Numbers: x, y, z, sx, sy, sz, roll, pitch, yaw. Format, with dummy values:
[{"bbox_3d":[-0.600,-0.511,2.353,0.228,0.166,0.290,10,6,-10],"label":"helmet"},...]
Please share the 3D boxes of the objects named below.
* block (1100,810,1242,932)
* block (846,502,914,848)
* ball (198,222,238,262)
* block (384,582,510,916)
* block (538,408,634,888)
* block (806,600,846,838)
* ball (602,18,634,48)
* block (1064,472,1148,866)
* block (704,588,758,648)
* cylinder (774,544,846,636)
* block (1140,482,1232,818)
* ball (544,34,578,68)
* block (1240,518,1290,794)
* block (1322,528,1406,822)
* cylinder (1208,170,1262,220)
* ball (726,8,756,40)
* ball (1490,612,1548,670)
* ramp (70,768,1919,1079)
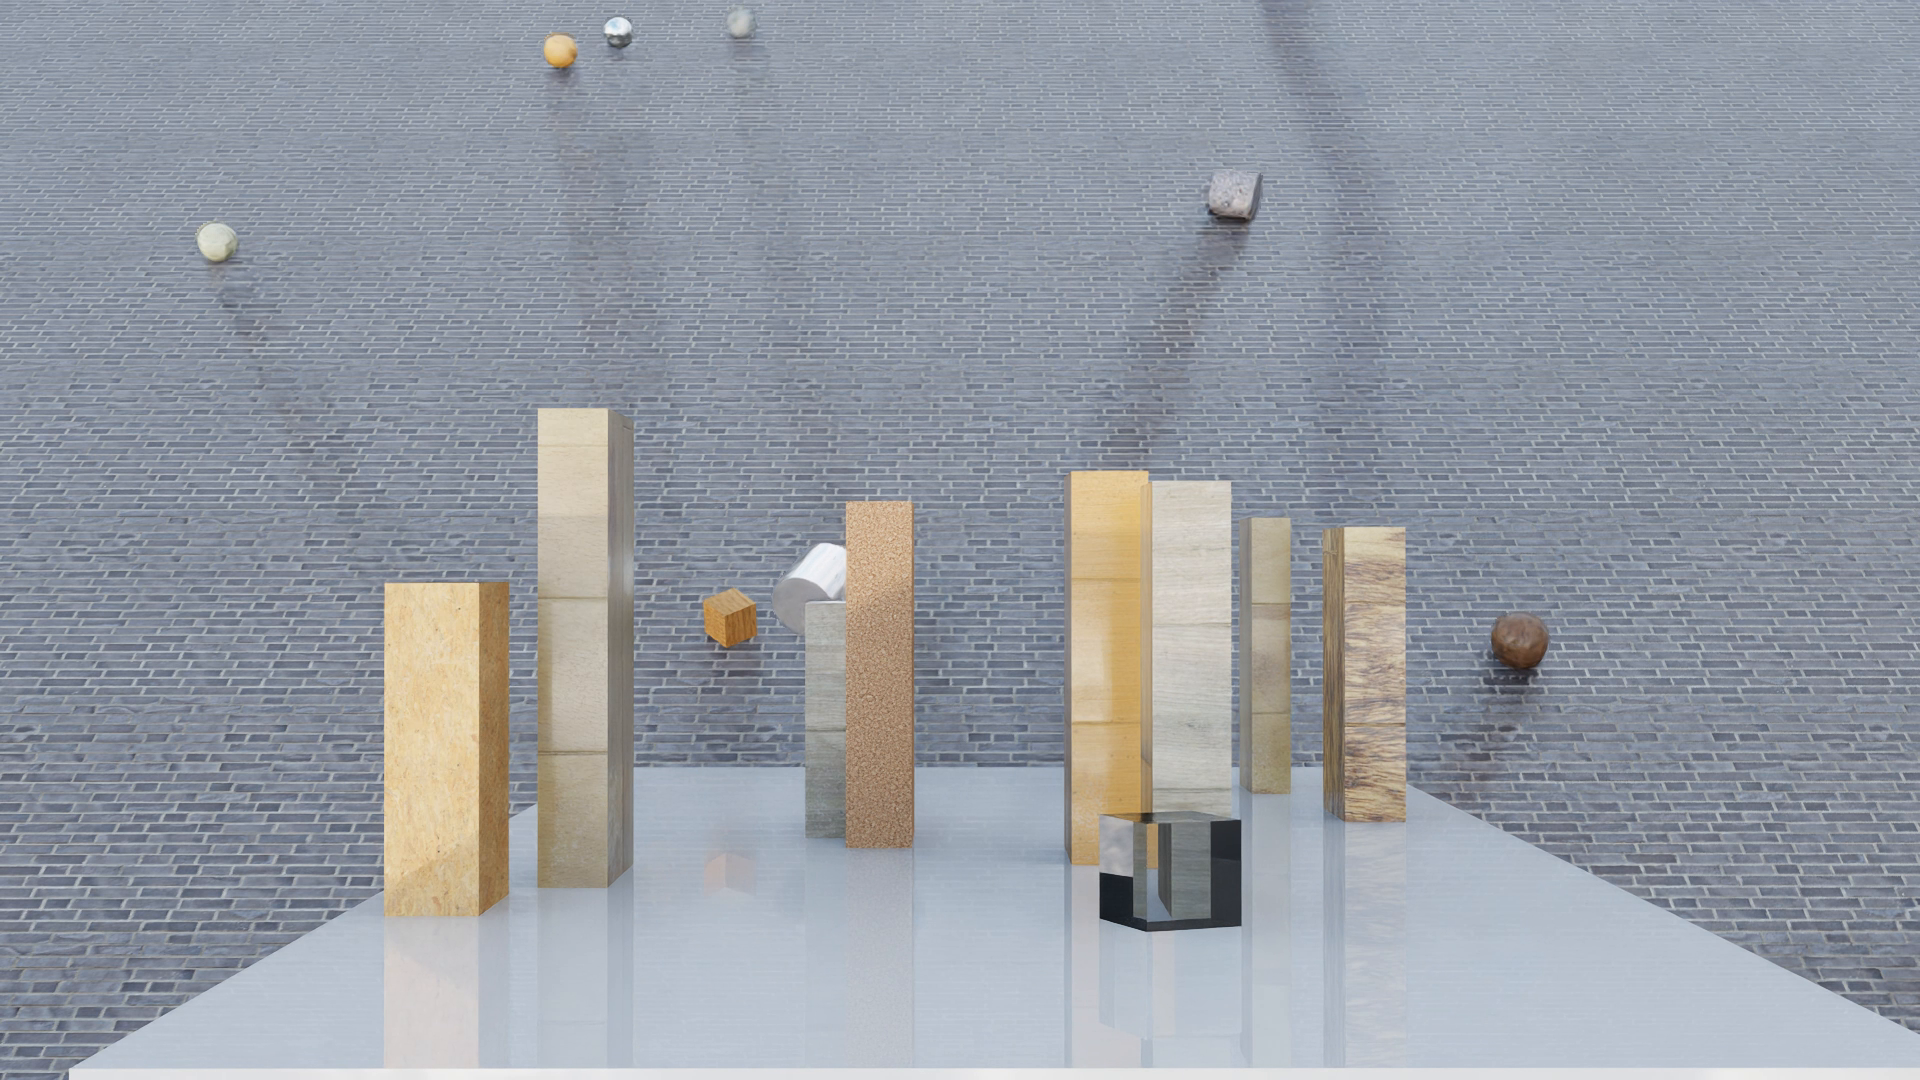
[{"bbox_3d":[0.308,0.484,3.800,0.154,0.154,0.154,0,-1,-23],"label":"block"},{"bbox_3d":[-0.151,0.251,4.944,0.122,0.642,0.300,0,-1,0],"label":"block"},{"bbox_3d":[-2.713,-1.089,9.469,0.142,0.142,0.142,0,31,0],"label":"ball"},{"bbox_3d":[-0.790,0.314,4.002,0.141,0.498,0.261,0,-1,0],"label":"block"},{"bbox_3d":[-0.630,0.177,4.379,0.114,0.779,0.339,0,-1,0],"label":"block"},{"bbox_3d":[-0.226,0.347,5.100,0.141,0.451,0.259,0,-1,0],"label":"block"},{"bbox_3d":[-1.492,-2.216,11.317,0.135,0.135,0.135,0,31,0],"label":"ball"},{"bbox_3d":[0.262,0.225,4.682,0.134,0.688,0.315,0,-1,0],"label":"block"},{"bbox_3d":[-0.653,0.220,7.361,0.107,0.107,0.107,-23,38,-33],"label":"block"},{"bbox_3d":[-0.403,0.144,7.401,0.196,0.196,0.196,12,34,19],"label":"cylinder"},{"bbox_3d":[0.350,0.238,4.033,0.119,0.650,0.259,0,-1,0],"label":"block"},{"bbox_3d":[-1.713,-2.097,11.114,0.143,0.143,0.143,0,31,0],"label":"ball"},{"bbox_3d":[0.712,0.266,6.055,0.089,0.631,0.266,0,-1,0],"label":"block"},{"bbox_3d":[0.845,0.275,5.433,0.124,0.601,0.317,0,-1,0],"label":"block"},{"bbox_3d":[1.041,-1.305,9.798,0.163,0.163,0.163,11,33,15],"label":"cylinder"},{"bbox_3d":[-0.963,-2.275,11.414,0.135,0.135,0.135,0,31,0],"label":"ball"},{"bbox_3d":[1.559,0.281,7.215,0.157,0.157,0.157,0,31,0],"label":"ball"},{"bbox_3d":[0.070,0.619,4.701,2.000,0.100,4.000,0,-1,0],"label":"ramp"}]
